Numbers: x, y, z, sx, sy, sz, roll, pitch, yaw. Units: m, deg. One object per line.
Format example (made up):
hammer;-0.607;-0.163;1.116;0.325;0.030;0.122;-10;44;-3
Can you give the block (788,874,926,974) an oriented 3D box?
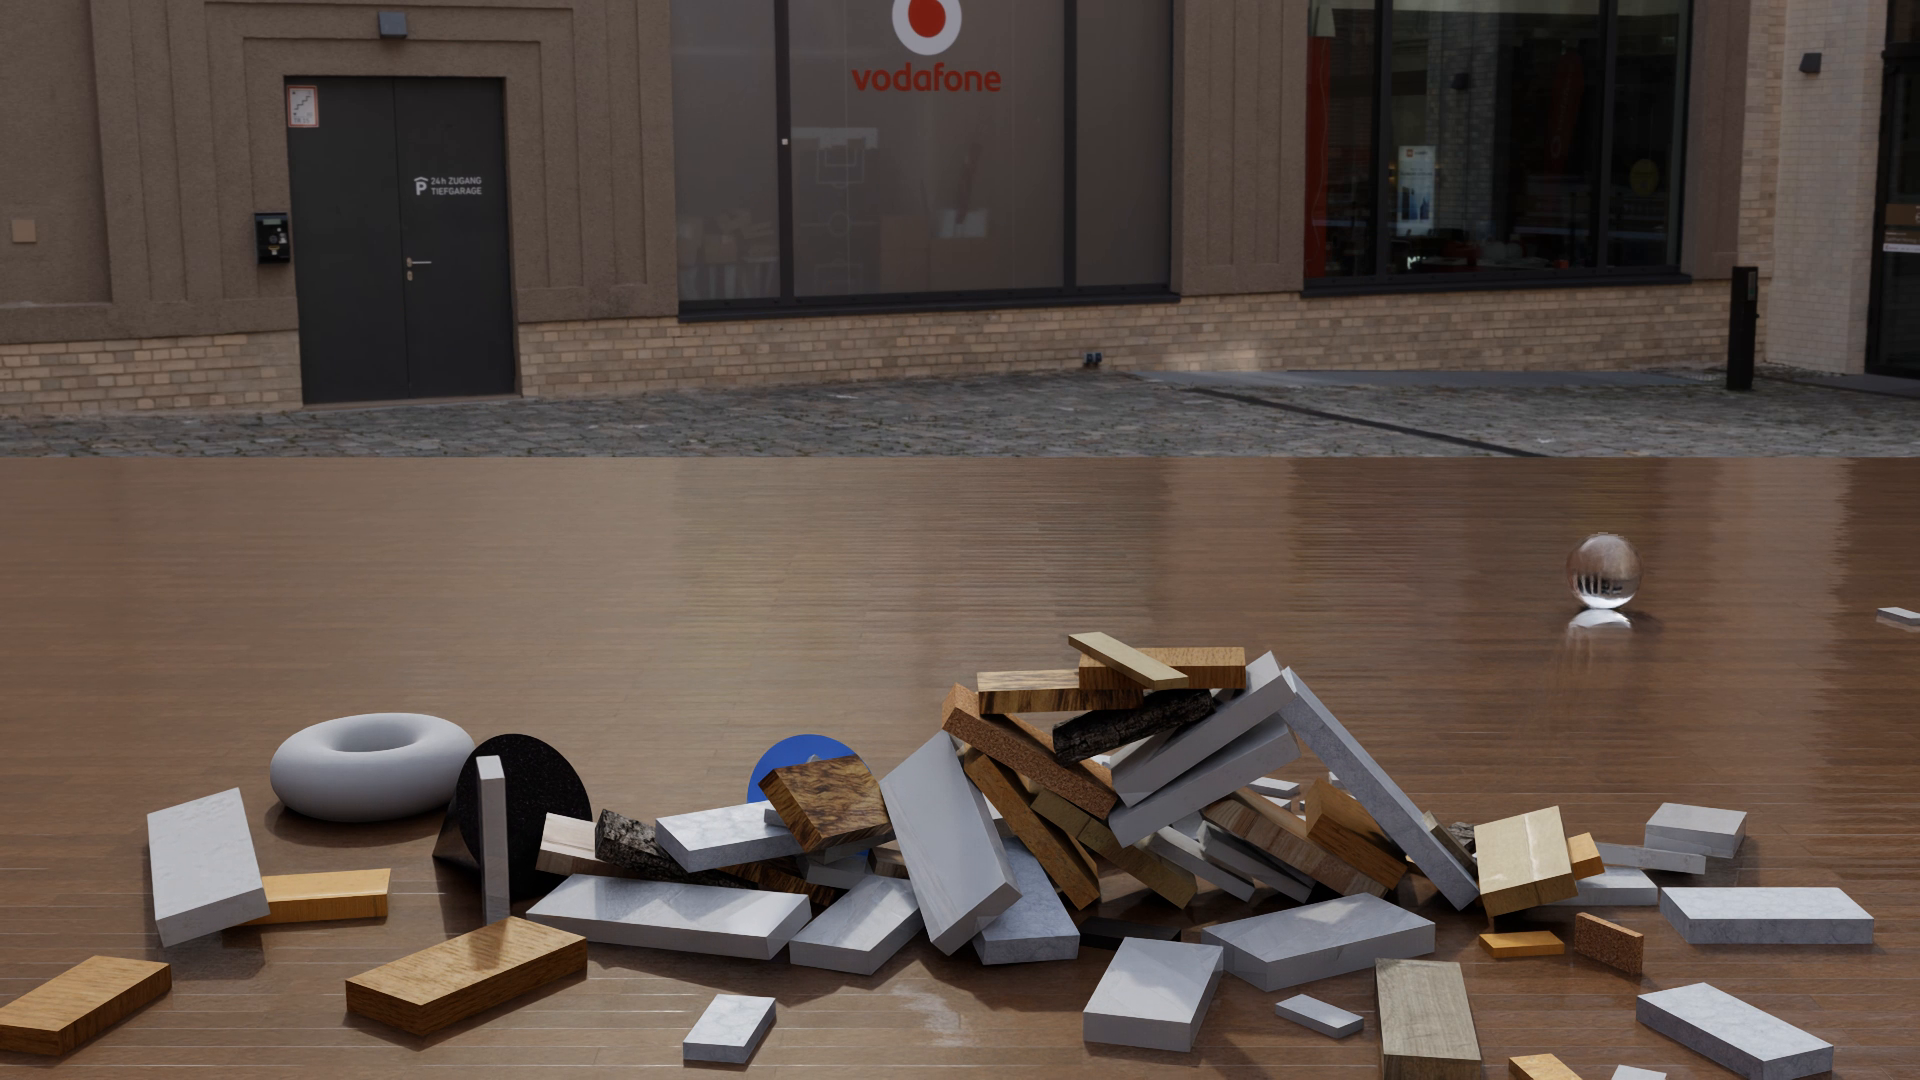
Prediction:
block;-0.142;0.601;3.449;0.137;0.039;0.274;3;14;24

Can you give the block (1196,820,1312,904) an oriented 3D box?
block;0.488;0.534;3.654;0.191;0.027;0.095;28;8;-7

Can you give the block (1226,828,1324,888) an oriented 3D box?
block;0.531;0.517;3.700;0.191;0.027;0.095;34;9;21

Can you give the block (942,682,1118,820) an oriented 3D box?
block;0.113;0.346;3.621;0.304;0.043;0.152;30;10;-6

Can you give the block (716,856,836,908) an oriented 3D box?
block;-0.314;0.542;3.624;0.211;0.030;0.105;22;5;-17

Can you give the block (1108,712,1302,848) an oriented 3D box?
block;0.393;0.381;3.575;0.323;0.046;0.162;-29;10;8

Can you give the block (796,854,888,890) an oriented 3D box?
block;-0.160;0.553;3.649;0.211;0.030;0.105;12;7;-15

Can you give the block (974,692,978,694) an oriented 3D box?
block;0.067;0.351;4.908;0.062;0.018;0.124;8;13;37

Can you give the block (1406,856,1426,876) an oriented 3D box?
block;0.803;0.559;3.792;0.059;0.017;0.117;-8;13;-38

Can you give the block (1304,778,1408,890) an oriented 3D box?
block;0.671;0.496;3.747;0.163;0.046;0.327;32;8;5

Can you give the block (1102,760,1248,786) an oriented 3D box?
block;0.396;0.448;4.057;0.162;0.046;0.325;15;4;28

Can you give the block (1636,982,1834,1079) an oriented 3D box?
block;1.075;0.685;3.062;0.123;0.035;0.247;-5;12;-24

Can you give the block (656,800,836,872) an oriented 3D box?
block;-0.344;0.475;3.571;0.267;0.038;0.134;-6;19;-30

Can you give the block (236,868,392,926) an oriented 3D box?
block;-1.067;0.584;3.599;0.258;0.037;0.129;-2;11;-11

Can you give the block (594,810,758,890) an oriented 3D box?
block;-0.463;0.522;3.586;0.267;0.038;0.134;22;8;-14

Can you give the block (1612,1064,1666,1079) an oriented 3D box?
block;0.885;0.726;2.888;0.062;0.018;0.124;5;12;27

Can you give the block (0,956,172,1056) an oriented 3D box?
block;-1.267;0.666;3.159;0.129;0.037;0.258;3;11;15

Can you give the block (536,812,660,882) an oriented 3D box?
block;-0.565;0.528;3.659;0.267;0.038;0.134;14;17;-10

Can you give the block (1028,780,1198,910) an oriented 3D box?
block;0.252;0.487;3.652;0.304;0.043;0.152;34;9;-5

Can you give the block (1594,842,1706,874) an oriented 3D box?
block;1.148;0.538;3.746;0.213;0.030;0.107;6;-4;7

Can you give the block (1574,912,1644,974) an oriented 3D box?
block;0.992;0.616;3.365;0.017;0.059;0.118;-7;12;-32

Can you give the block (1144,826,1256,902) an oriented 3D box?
block;0.398;0.532;3.664;0.191;0.027;0.095;29;10;-4

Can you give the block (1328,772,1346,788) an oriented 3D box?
block;0.775;0.468;4.286;0.106;0.015;0.053;1;11;3

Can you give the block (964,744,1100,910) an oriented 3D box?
block;0.119;0.460;3.639;0.043;0.304;0.152;-38;8;7

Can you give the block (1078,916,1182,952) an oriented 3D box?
block;0.261;0.621;3.443;0.152;0.022;0.076;5;11;23

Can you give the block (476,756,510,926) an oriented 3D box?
block;-0.746;0.487;3.514;0.037;0.258;0.129;-3;11;-15

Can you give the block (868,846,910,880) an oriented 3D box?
block;-0.065;0.547;3.661;0.167;0.024;0.084;12;7;-12

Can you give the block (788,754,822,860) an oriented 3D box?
block;-0.260;0.460;3.741;0.024;0.086;0.173;-33;22;56

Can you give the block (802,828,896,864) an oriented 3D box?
block;-0.189;0.488;3.693;0.105;0.030;0.211;18;20;39

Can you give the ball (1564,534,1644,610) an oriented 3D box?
ball;1.711;0.085;5.844;0.199;0.199;0.199;0;11;0

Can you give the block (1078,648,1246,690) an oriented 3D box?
block;0.330;0.209;3.583;0.266;0.038;0.133;-1;10;6

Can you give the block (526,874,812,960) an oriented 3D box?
block;-0.458;0.587;3.442;0.437;0.039;0.137;1;19;25

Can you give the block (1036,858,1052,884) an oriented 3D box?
block;0.067;0.550;3.638;0.167;0.024;0.084;12;33;-4

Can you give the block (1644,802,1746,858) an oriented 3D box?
block;1.298;0.510;3.874;0.144;0.041;0.288;5;3;24

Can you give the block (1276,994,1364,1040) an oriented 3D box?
block;0.513;0.680;3.140;0.058;0.016;0.115;-9;14;-40

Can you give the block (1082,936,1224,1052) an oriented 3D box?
block;0.284;0.656;3.195;0.151;0.043;0.302;3;11;15
